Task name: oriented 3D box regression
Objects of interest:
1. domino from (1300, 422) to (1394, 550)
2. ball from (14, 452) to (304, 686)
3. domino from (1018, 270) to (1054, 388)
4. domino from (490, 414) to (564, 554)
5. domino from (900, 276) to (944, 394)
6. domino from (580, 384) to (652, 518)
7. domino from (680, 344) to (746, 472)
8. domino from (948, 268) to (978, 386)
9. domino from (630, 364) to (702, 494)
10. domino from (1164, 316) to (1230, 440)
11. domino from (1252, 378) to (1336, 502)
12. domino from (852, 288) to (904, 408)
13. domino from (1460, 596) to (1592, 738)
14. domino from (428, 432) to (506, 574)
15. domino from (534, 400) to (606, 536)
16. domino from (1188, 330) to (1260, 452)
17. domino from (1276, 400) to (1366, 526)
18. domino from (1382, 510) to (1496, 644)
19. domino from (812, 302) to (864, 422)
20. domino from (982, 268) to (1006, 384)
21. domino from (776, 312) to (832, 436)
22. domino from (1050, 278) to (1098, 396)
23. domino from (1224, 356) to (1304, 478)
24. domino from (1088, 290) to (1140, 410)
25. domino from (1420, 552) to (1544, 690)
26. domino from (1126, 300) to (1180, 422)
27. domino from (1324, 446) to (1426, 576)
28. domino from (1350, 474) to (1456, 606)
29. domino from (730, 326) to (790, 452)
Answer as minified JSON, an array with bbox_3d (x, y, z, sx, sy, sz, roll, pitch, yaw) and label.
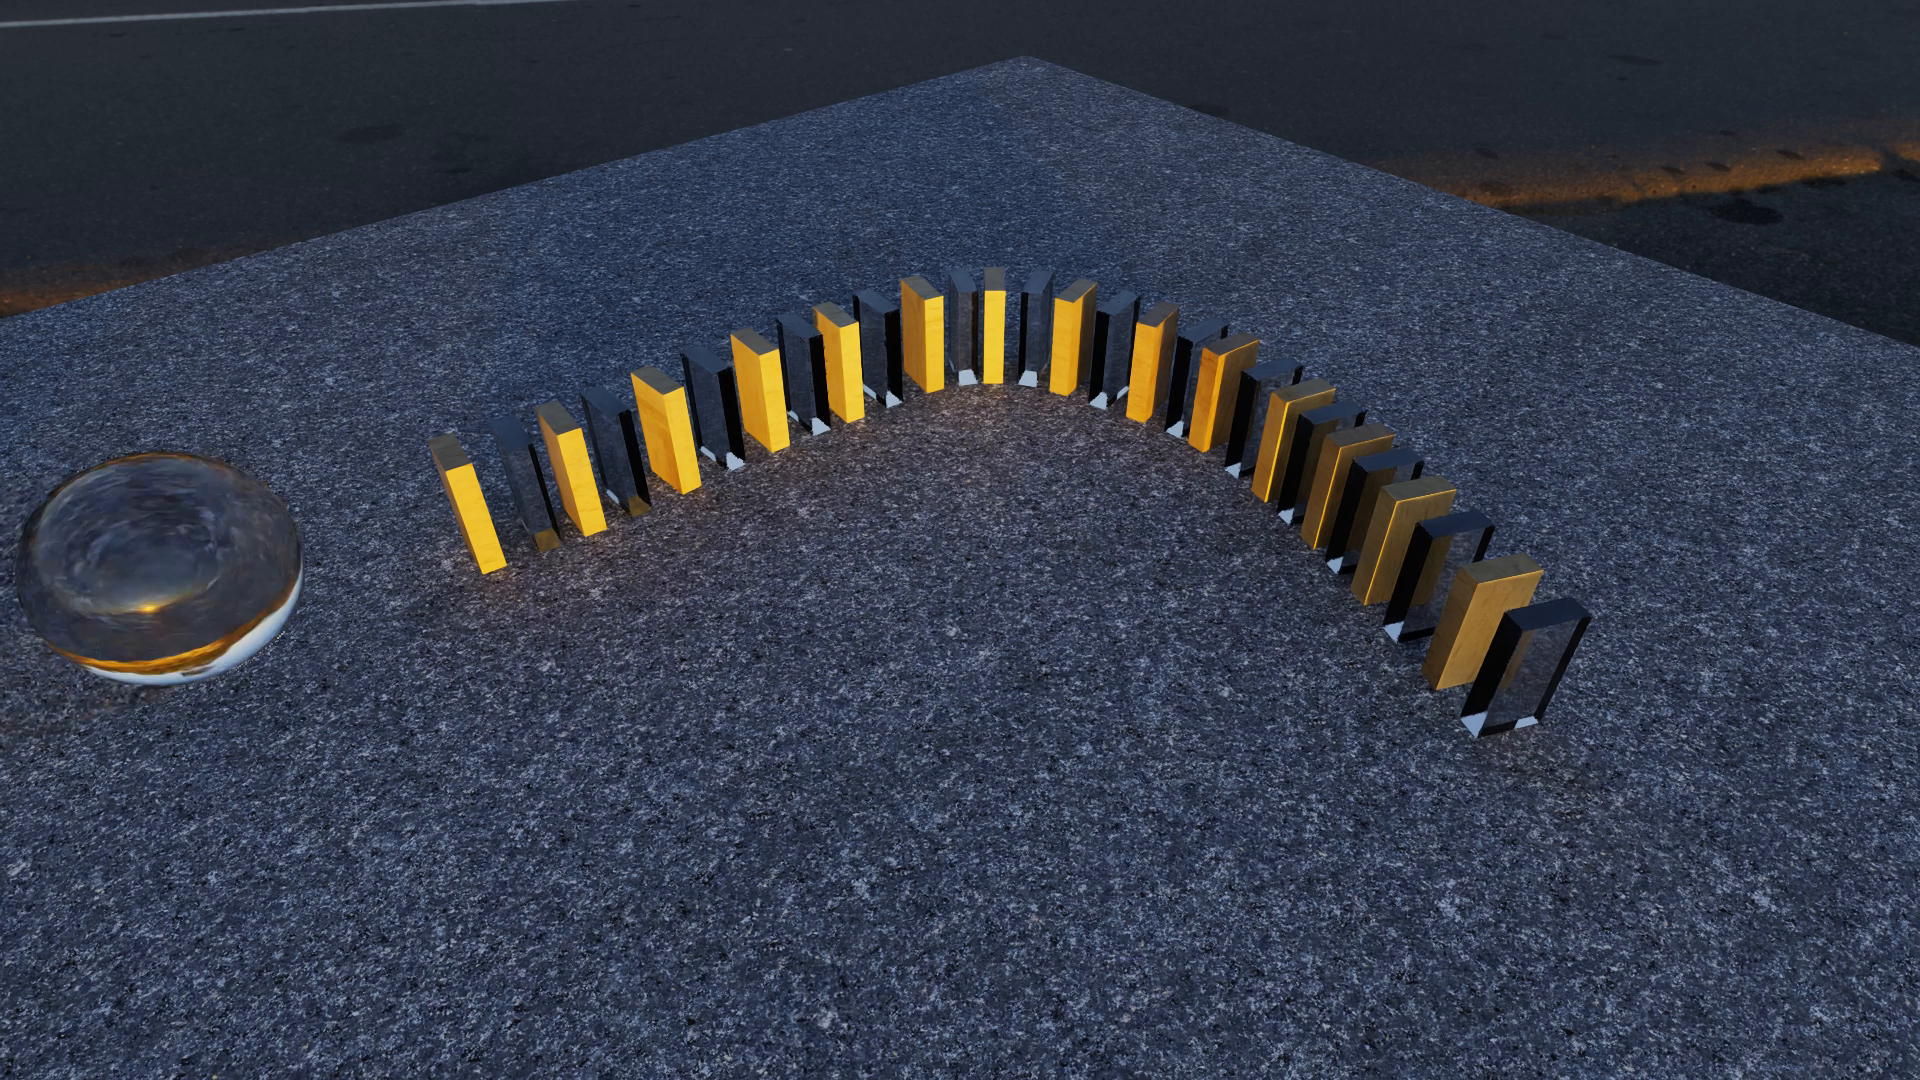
[{"bbox_3d":[0.153,-0.021,0.437,0.025,0.050,0.010,-14,41,-16],"label":"domino"},{"bbox_3d":[-0.271,0.010,0.376,0.080,0.080,0.080,0,39,0],"label":"ball"},{"bbox_3d":[0.037,-0.103,0.537,0.010,0.050,0.025,11,41,13],"label":"domino"},{"bbox_3d":[-0.173,-0.022,0.438,0.010,0.050,0.025,-23,45,-26],"label":"domino"},{"bbox_3d":[-0.018,-0.100,0.533,0.009,0.050,0.025,-19,43,-22],"label":"domino"},{"bbox_3d":[-0.142,-0.036,0.456,0.009,0.050,0.025,-29,47,-30],"label":"domino"},{"bbox_3d":[-0.108,-0.057,0.481,0.009,0.050,0.025,-30,48,-32],"label":"domino"},{"bbox_3d":[0.001,-0.104,0.539,0.010,0.050,0.025,-8,40,-9],"label":"domino"},{"bbox_3d":[-0.125,-0.047,0.469,0.009,0.050,0.025,-32,49,-33],"label":"domino"},{"bbox_3d":[0.108,-0.074,0.501,0.025,0.050,0.010,-32,49,-33],"label":"domino"},{"bbox_3d":[0.140,-0.042,0.462,0.025,0.050,0.010,-17,42,-19],"label":"domino"},{"bbox_3d":[-0.039,-0.091,0.522,0.009,0.050,0.025,-25,46,-27],"label":"domino"},{"bbox_3d":[0.184,0.042,0.360,0.025,0.050,0.009,-10,40,-13],"label":"domino"},{"bbox_3d":[-0.192,-0.014,0.428,0.010,0.050,0.025,-24,45,-26],"label":"domino"},{"bbox_3d":[-0.158,-0.029,0.447,0.009,0.050,0.025,-25,45,-27],"label":"domino"},{"bbox_3d":[0.118,-0.066,0.492,0.025,0.050,0.010,-24,45,-27],"label":"domino"},{"bbox_3d":[0.147,-0.031,0.449,0.025,0.050,0.009,-15,42,-18],"label":"domino"},{"bbox_3d":[0.171,0.014,0.395,0.025,0.050,0.009,-11,40,-13],"label":"domino"},{"bbox_3d":[-0.056,-0.083,0.512,0.009,0.050,0.025,-24,45,-26],"label":"domino"},{"bbox_3d":[0.016,-0.105,0.540,0.010,0.050,0.025,0,39,0],"label":"domino"},{"bbox_3d":[-0.072,-0.076,0.504,0.009,0.050,0.025,-25,45,-27],"label":"domino"},{"bbox_3d":[0.055,-0.098,0.531,0.009,0.050,0.025,22,44,24],"label":"domino"},{"bbox_3d":[0.131,-0.053,0.476,0.025,0.050,0.010,-19,43,-22],"label":"domino"},{"bbox_3d":[0.073,-0.090,0.521,0.010,0.050,0.025,24,45,27],"label":"domino"},{"bbox_3d":[0.178,0.028,0.377,0.025,0.050,0.009,-10,40,-12],"label":"domino"},{"bbox_3d":[0.090,-0.083,0.513,0.009,0.050,0.025,23,44,25],"label":"domino"},{"bbox_3d":[0.159,-0.011,0.424,0.025,0.050,0.010,-12,41,-14],"label":"domino"},{"bbox_3d":[0.165,0.001,0.411,0.025,0.050,0.009,-11,41,-13],"label":"domino"},{"bbox_3d":[-0.089,-0.067,0.493,0.009,0.050,0.025,-27,46,-29],"label":"domino"}]
